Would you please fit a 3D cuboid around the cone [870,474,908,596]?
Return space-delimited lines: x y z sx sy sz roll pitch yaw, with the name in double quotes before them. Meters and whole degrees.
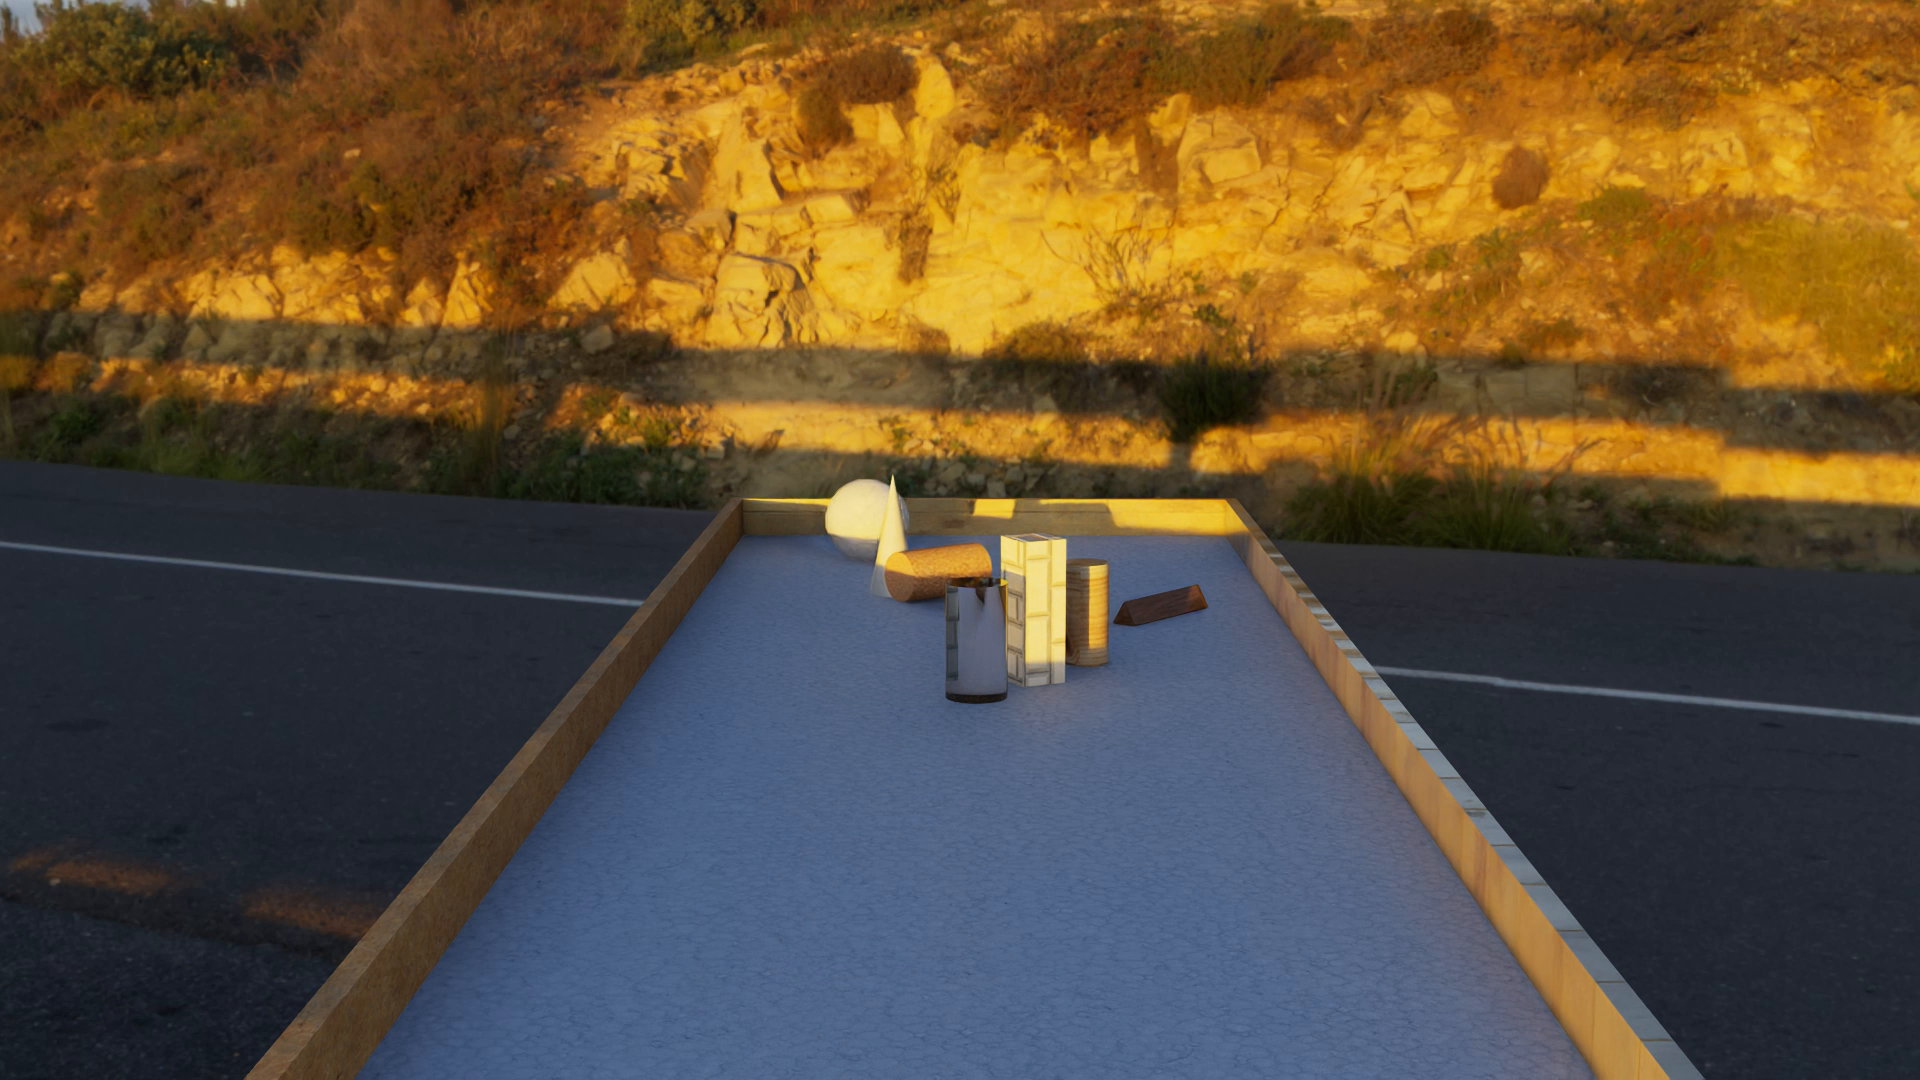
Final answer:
"cone" -0.237 -0.024 7.794 0.168 0.427 0.168 0 9 0

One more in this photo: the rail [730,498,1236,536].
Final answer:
"rail" 0.099 -0.098 9.147 2.100 0.150 0.050 0 9 1

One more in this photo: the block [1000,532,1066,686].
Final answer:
"block" 0.212 0.201 6.394 0.139 0.421 0.139 -4 10 -25

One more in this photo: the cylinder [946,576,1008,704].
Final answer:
"cylinder" 0.046 0.281 6.189 0.176 0.328 0.176 0 9 0

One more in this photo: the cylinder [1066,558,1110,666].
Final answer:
"cylinder" 0.380 0.218 6.652 0.144 0.307 0.144 0 9 0

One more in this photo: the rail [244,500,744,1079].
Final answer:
"rail" -1.004 0.839 3.234 0.050 0.150 12.000 0 9 1

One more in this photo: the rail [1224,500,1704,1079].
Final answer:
"rail" 1.046 0.843 3.208 0.050 0.150 12.000 0 9 1

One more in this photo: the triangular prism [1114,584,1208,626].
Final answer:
"triangular prism" 0.679 0.215 7.397 0.087 0.076 0.428 8 12 40

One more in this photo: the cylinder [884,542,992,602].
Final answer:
"cylinder" -0.076 0.112 7.741 0.342 0.175 0.175 -7 11 -37

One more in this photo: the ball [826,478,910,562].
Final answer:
"ball" -0.357 -0.076 8.463 0.322 0.322 0.322 0 9 0
